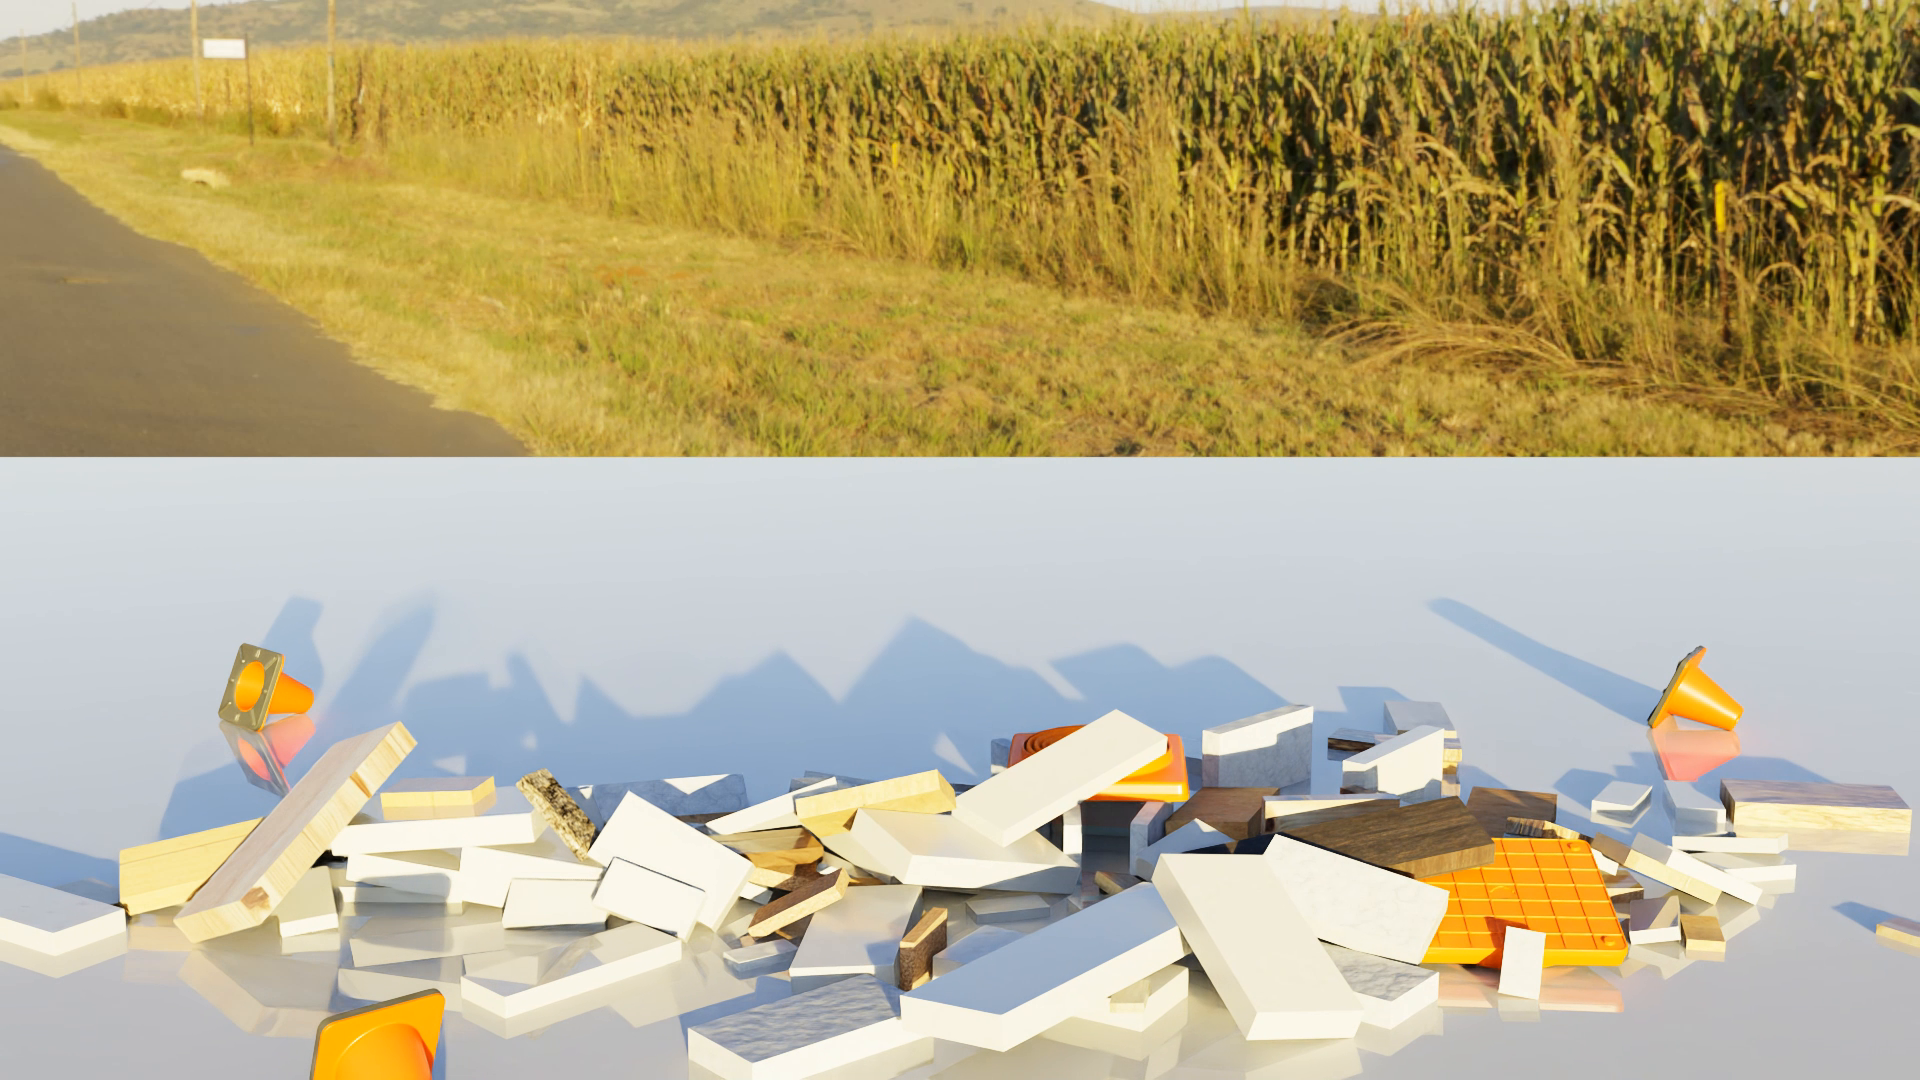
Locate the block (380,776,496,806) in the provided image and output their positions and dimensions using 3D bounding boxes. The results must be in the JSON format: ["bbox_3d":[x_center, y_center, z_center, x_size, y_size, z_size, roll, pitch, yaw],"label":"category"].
[{"bbox_3d":[-0.869,0.418,3.661,0.165,0.023,0.082,-3,11,14],"label":"block"}]

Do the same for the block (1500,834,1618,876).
[{"bbox_3d":[1.005,0.527,3.690,0.091,0.026,0.182,24,-12,-25],"label":"block"}]

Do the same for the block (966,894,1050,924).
[{"bbox_3d":[0.077,0.600,3.569,0.124,0.018,0.062,-3,11,-17],"label":"block"}]

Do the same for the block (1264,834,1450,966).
[{"bbox_3d":[0.586,0.551,3.358,0.282,0.040,0.141,16,40,24],"label":"block"}]

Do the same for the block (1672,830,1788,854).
[{"bbox_3d":[1.344,0.527,3.836,0.176,0.025,0.088,-3,-2,32],"label":"block"}]

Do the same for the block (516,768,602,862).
[{"bbox_3d":[-0.647,0.447,3.583,0.023,0.165,0.082,-43,-7,11],"label":"block"}]

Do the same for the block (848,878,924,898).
[{"bbox_3d":[-0.120,0.568,3.587,0.062,0.018,0.124,14,3,37],"label":"block"}]

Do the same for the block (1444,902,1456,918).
[{"bbox_3d":[0.776,0.595,3.603,0.047,0.013,0.094,-1,11,-4],"label":"block"}]

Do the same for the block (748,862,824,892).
[{"bbox_3d":[-0.273,0.556,3.646,0.186,0.026,0.093,15,9,-8],"label":"block"}]

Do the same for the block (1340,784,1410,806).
[{"bbox_3d":[0.748,0.507,3.806,0.032,0.113,0.226,-7,13,-34],"label":"block"}]

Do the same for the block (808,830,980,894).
[{"bbox_3d":[-0.126,0.524,3.766,0.175,0.049,0.349,11,3,-32],"label":"block"}]

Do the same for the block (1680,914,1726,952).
[{"bbox_3d":[1.169,0.619,3.467,0.057,0.016,0.114,2,11,12],"label":"block"}]

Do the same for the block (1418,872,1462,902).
[{"bbox_3d":[0.703,0.564,3.648,0.226,0.032,0.113,6,12,31],"label":"block"}]

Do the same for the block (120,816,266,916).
[{"bbox_3d":[-1.242,0.532,3.614,0.258,0.037,0.129,-12,33,-14],"label":"block"}]

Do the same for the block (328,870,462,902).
[{"bbox_3d":[-1.100,0.577,3.674,0.558,0.025,0.087,0,11,1],"label":"block"}]

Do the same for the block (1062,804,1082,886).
[{"bbox_3d":[0.192,0.512,3.802,0.030,0.105,0.211,0,11,1],"label":"block"}]

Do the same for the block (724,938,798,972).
[{"bbox_3d":[-0.304,0.637,3.375,0.105,0.015,0.053,-7,12,-32],"label":"block"}]

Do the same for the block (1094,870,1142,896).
[{"bbox_3d":[0.292,0.579,3.547,0.077,0.022,0.154,13,10,-38],"label":"block"}]

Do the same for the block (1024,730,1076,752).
[{"bbox_3d":[0.235,0.418,4.413,0.208,0.029,0.104,-3,21,13],"label":"block"}]

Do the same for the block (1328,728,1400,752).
[{"bbox_3d":[0.851,0.418,4.529,0.168,0.024,0.084,5,12,26],"label":"block"}]

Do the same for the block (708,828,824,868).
[{"bbox_3d":[-0.329,0.509,3.619,0.186,0.026,0.093,-2,13,-24],"label":"block"}]

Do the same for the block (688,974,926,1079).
[{"bbox_3d":[-0.205,0.682,3.054,0.309,0.044,0.154,-9,14,-39],"label":"block"}]

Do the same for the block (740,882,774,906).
[{"bbox_3d":[-0.402,0.543,3.634,0.186,0.026,0.093,24,8,-12],"label":"block"}]

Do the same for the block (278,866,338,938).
[{"bbox_3d":[-1.059,0.583,3.556,0.087,0.025,0.175,-9,20,-18],"label":"block"}]

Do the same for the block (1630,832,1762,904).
[{"bbox_3d":[1.215,0.541,3.626,0.196,0.028,0.098,24,3,-20],"label":"block"}]

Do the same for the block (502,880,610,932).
[{"bbox_3d":[-0.641,0.585,3.517,0.165,0.023,0.082,1,44,4],"label":"block"}]

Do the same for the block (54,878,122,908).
[{"bbox_3d":[-1.422,0.590,3.612,0.151,0.021,0.076,9,14,40],"label":"block"}]

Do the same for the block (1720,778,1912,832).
[{"bbox_3d":[1.583,0.492,4.081,0.306,0.043,0.153,2,11,9],"label":"block"}]

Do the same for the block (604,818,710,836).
[{"bbox_3d":[-0.513,0.489,3.724,0.161,0.023,0.081,3,-3,13],"label":"block"}]

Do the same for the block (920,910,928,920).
[{"bbox_3d":[-0.111,0.602,3.542,0.077,0.022,0.154,-6,12,-30],"label":"block"}]

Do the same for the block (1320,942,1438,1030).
[{"bbox_3d":[0.543,0.646,3.255,0.289,0.041,0.144,8,13,38],"label":"block"}]

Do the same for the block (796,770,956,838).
[{"bbox_3d":[-0.138,0.438,3.642,0.241,0.034,0.121,-13,-24,9],"label":"block"}]

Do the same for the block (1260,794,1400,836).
[{"bbox_3d":[0.618,0.485,3.677,0.226,0.113,0.032,-1,10,-4],"label":"block"}]

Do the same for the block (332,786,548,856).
[{"bbox_3d":[-0.845,0.459,3.624,0.336,0.048,0.168,-4,10,6],"label":"block"}]

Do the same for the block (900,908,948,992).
[{"bbox_3d":[-0.054,0.617,3.315,0.022,0.077,0.154,3,11,18],"label":"block"}]

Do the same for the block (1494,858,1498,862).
[{"bbox_3d":[0.866,0.548,3.753,0.074,0.021,0.149,0,-1,4],"label":"block"}]

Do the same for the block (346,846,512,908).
[{"bbox_3d":[-0.824,0.543,3.652,0.336,0.048,0.168,10,11,3],"label":"block"}]

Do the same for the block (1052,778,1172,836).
[{"bbox_3d":[0.277,0.484,3.992,0.211,0.030,0.105,2,51,9],"label":"block"}]

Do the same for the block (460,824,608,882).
[{"bbox_3d":[-0.636,0.528,3.633,0.336,0.048,0.168,10,11,2],"label":"block"}]

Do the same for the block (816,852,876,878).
[{"bbox_3d":[-0.178,0.558,3.654,0.124,0.018,0.062,24,8,-3],"label":"block"}]

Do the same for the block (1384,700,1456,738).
[{"bbox_3d":[0.973,0.388,4.662,0.120,0.034,0.239,1,11,4],"label":"block"}]

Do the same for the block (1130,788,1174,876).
[{"bbox_3d":[0.333,0.511,3.806,0.030,0.105,0.211,4,11,17],"label":"block"}]

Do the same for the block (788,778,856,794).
[{"bbox_3d":[-0.161,0.468,3.847,0.256,0.036,0.128,15,3,31],"label":"block"}]
